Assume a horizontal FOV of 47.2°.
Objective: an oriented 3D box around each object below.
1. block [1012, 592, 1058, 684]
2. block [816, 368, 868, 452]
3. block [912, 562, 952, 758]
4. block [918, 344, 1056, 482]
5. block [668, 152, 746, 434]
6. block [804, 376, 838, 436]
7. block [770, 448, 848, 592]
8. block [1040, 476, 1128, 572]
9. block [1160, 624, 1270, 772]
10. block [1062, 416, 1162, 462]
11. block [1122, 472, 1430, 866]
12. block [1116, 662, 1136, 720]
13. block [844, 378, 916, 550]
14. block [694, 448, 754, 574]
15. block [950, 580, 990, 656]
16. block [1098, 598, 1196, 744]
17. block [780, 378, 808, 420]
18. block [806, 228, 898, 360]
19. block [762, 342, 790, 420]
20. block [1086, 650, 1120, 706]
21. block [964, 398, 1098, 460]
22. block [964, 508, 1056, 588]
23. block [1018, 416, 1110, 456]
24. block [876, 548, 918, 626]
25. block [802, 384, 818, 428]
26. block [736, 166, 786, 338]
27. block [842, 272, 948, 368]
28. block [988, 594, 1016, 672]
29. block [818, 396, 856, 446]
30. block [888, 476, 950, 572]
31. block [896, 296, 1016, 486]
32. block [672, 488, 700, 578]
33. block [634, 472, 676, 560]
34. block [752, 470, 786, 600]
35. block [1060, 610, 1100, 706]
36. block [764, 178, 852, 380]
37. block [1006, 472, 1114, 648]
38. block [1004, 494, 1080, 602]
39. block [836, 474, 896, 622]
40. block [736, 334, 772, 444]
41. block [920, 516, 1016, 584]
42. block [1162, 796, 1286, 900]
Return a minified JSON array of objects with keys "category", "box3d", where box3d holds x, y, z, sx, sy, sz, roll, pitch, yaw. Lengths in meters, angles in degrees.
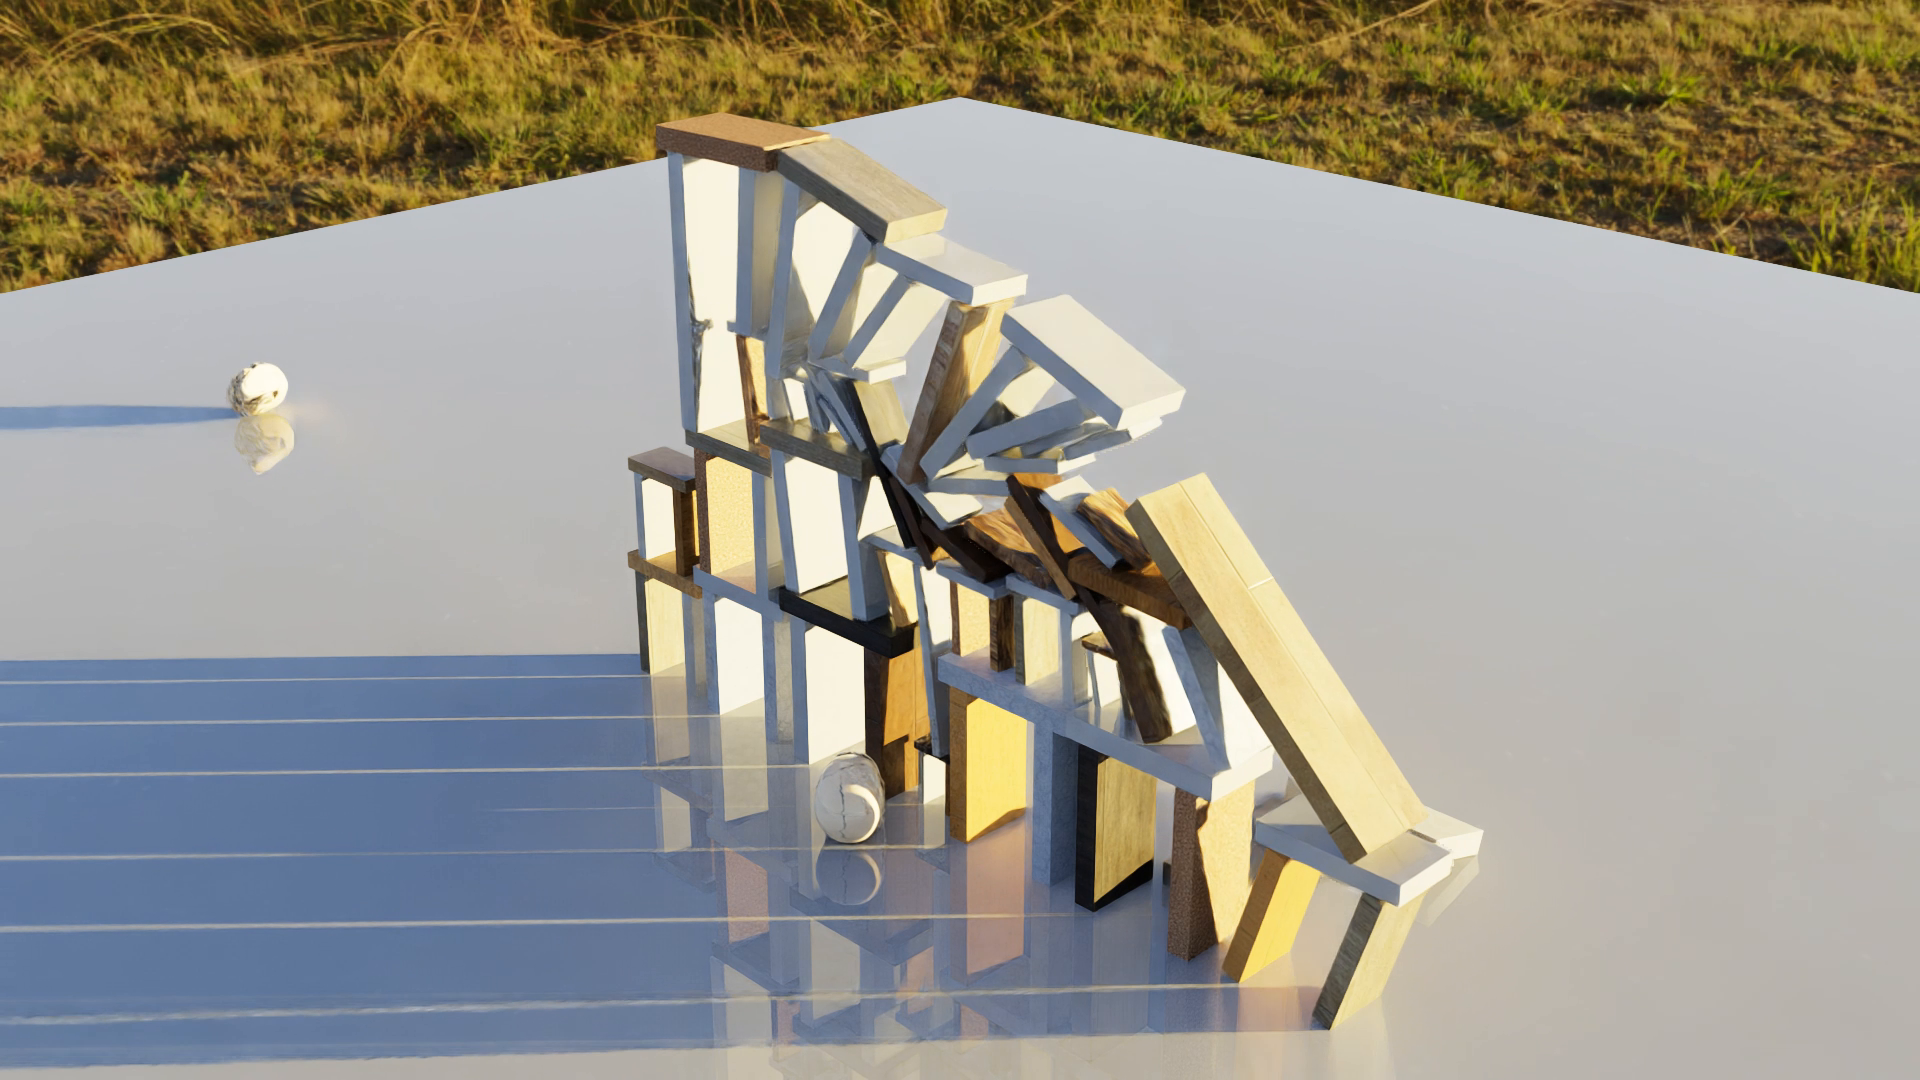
[{"category":"block","box3d":[0.143,0.172,4.142,0.026,0.182,0.091,17,28,42]},{"category":"block","box3d":[-0.199,-0.265,4.328,0.091,0.026,0.183,-20,75,-40]},{"category":"block","box3d":[-0.038,0.229,4.355,0.079,0.405,0.022,-22,24,-41]},{"category":"block","box3d":[0.074,-0.249,4.045,0.155,0.382,0.044,-21,71,-40]},{"category":"block","box3d":[-0.509,-0.524,4.557,0.048,0.589,0.169,21,31,41]},{"category":"block","box3d":[-0.267,-0.274,4.388,0.060,0.120,0.017,-18,4,-36]},{"category":"block","box3d":[-0.304,-0.058,4.527,0.043,0.302,0.151,13,25,44]},{"category":"block","box3d":[0.240,-0.031,3.932,0.096,0.027,0.192,-23,59,-43]},{"category":"block","box3d":[0.450,0.255,3.838,0.038,0.268,0.134,-18,5,45]},{"category":"block","box3d":[0.267,-0.182,3.875,0.084,0.024,0.167,-28,7,-41]},{"category":"block","box3d":[0.536,0.209,3.743,0.175,0.049,0.706,-21,73,-40]},{"category":"block","box3d":[0.314,0.266,3.995,0.015,0.108,0.054,4,19,45]},{"category":"block","box3d":[-0.125,-0.159,4.289,0.091,0.347,0.026,-19,-2,-40]},{"category":"block","box3d":[-0.498,-0.079,4.725,0.040,0.282,0.141,21,31,41]},{"category":"block","box3d":[0.020,0.134,4.254,0.082,0.164,0.023,-21,27,-40]},{"category":"block","box3d":[0.346,0.214,3.927,0.134,0.268,0.038,-20,4,-40]},{"category":"block","box3d":[-0.332,-0.291,4.463,0.045,0.091,0.013,-19,8,-38]},{"category":"block","box3d":[-0.176,-0.485,4.227,0.154,0.309,0.044,-21,62,-40]},{"category":"block","box3d":[-0.358,-0.333,4.471,0.080,0.159,0.023,-19,27,-37]},{"category":"block","box3d":[0.264,0.246,4.042,0.054,0.108,0.015,-21,18,-41]},{"category":"block","box3d":[0.166,-0.216,3.951,0.155,0.044,0.310,-21,2,-41]},{"category":"block","box3d":[0.123,0.012,4.128,0.111,0.031,0.221,-18,39,-37]},{"category":"block","box3d":[0.191,-0.188,3.938,0.084,0.024,0.167,-21,2,-40]},{"category":"block","box3d":[-0.111,0.086,4.378,0.079,0.158,0.022,-21,12,-41]},{"category":"block","box3d":[-0.287,-0.274,4.421,0.045,0.091,0.013,-21,14,-40]},{"category":"block","box3d":[-0.363,-0.586,4.370,0.048,0.338,0.169,27,35,37]},{"category":"block","box3d":[-0.109,-0.428,4.166,0.132,0.264,0.037,-17,69,-38]},{"category":"block","box3d":[0.095,0.162,4.189,0.082,0.164,0.023,-17,26,-34]},{"category":"block","box3d":[-0.225,-0.243,4.356,0.060,0.017,0.120,-21,65,-36]},{"category":"block","box3d":[-0.058,-0.045,4.260,0.098,0.196,0.028,-19,-7,-40]},{"category":"block","box3d":[-0.011,-0.284,4.092,0.132,0.407,0.037,-21,54,-40]},{"category":"block","box3d":[-0.579,-0.030,4.837,0.029,0.203,0.102,21,31,41]},{"category":"block","box3d":[-0.675,-0.067,4.925,0.029,0.203,0.102,21,31,41]},{"category":"block","box3d":[-0.365,-0.028,4.602,0.040,0.282,0.141,21,31,41]},{"category":"block","box3d":[0.228,0.205,4.064,0.026,0.182,0.091,16,27,42]},{"category":"block","box3d":[-0.294,-0.523,4.329,0.044,0.414,0.154,32,37,34]},{"category":"block","box3d":[0.220,0.025,3.994,0.096,0.027,0.375,-21,73,-40]},{"category":"block","box3d":[0.184,0.001,4.034,0.111,0.031,0.221,-20,70,-40]},{"category":"block","box3d":[-0.160,-0.004,4.400,0.151,0.302,0.043,-21,24,-40]},{"category":"block","box3d":[-0.412,-0.321,4.537,0.080,0.228,0.023,-21,24,-41]},{"category":"block","box3d":[0.024,0.008,4.181,0.098,0.028,0.196,-17,43,-37]},{"category":"block","box3d":[0.572,0.610,4.259,0.175,0.049,0.349,21,31,40]}]
